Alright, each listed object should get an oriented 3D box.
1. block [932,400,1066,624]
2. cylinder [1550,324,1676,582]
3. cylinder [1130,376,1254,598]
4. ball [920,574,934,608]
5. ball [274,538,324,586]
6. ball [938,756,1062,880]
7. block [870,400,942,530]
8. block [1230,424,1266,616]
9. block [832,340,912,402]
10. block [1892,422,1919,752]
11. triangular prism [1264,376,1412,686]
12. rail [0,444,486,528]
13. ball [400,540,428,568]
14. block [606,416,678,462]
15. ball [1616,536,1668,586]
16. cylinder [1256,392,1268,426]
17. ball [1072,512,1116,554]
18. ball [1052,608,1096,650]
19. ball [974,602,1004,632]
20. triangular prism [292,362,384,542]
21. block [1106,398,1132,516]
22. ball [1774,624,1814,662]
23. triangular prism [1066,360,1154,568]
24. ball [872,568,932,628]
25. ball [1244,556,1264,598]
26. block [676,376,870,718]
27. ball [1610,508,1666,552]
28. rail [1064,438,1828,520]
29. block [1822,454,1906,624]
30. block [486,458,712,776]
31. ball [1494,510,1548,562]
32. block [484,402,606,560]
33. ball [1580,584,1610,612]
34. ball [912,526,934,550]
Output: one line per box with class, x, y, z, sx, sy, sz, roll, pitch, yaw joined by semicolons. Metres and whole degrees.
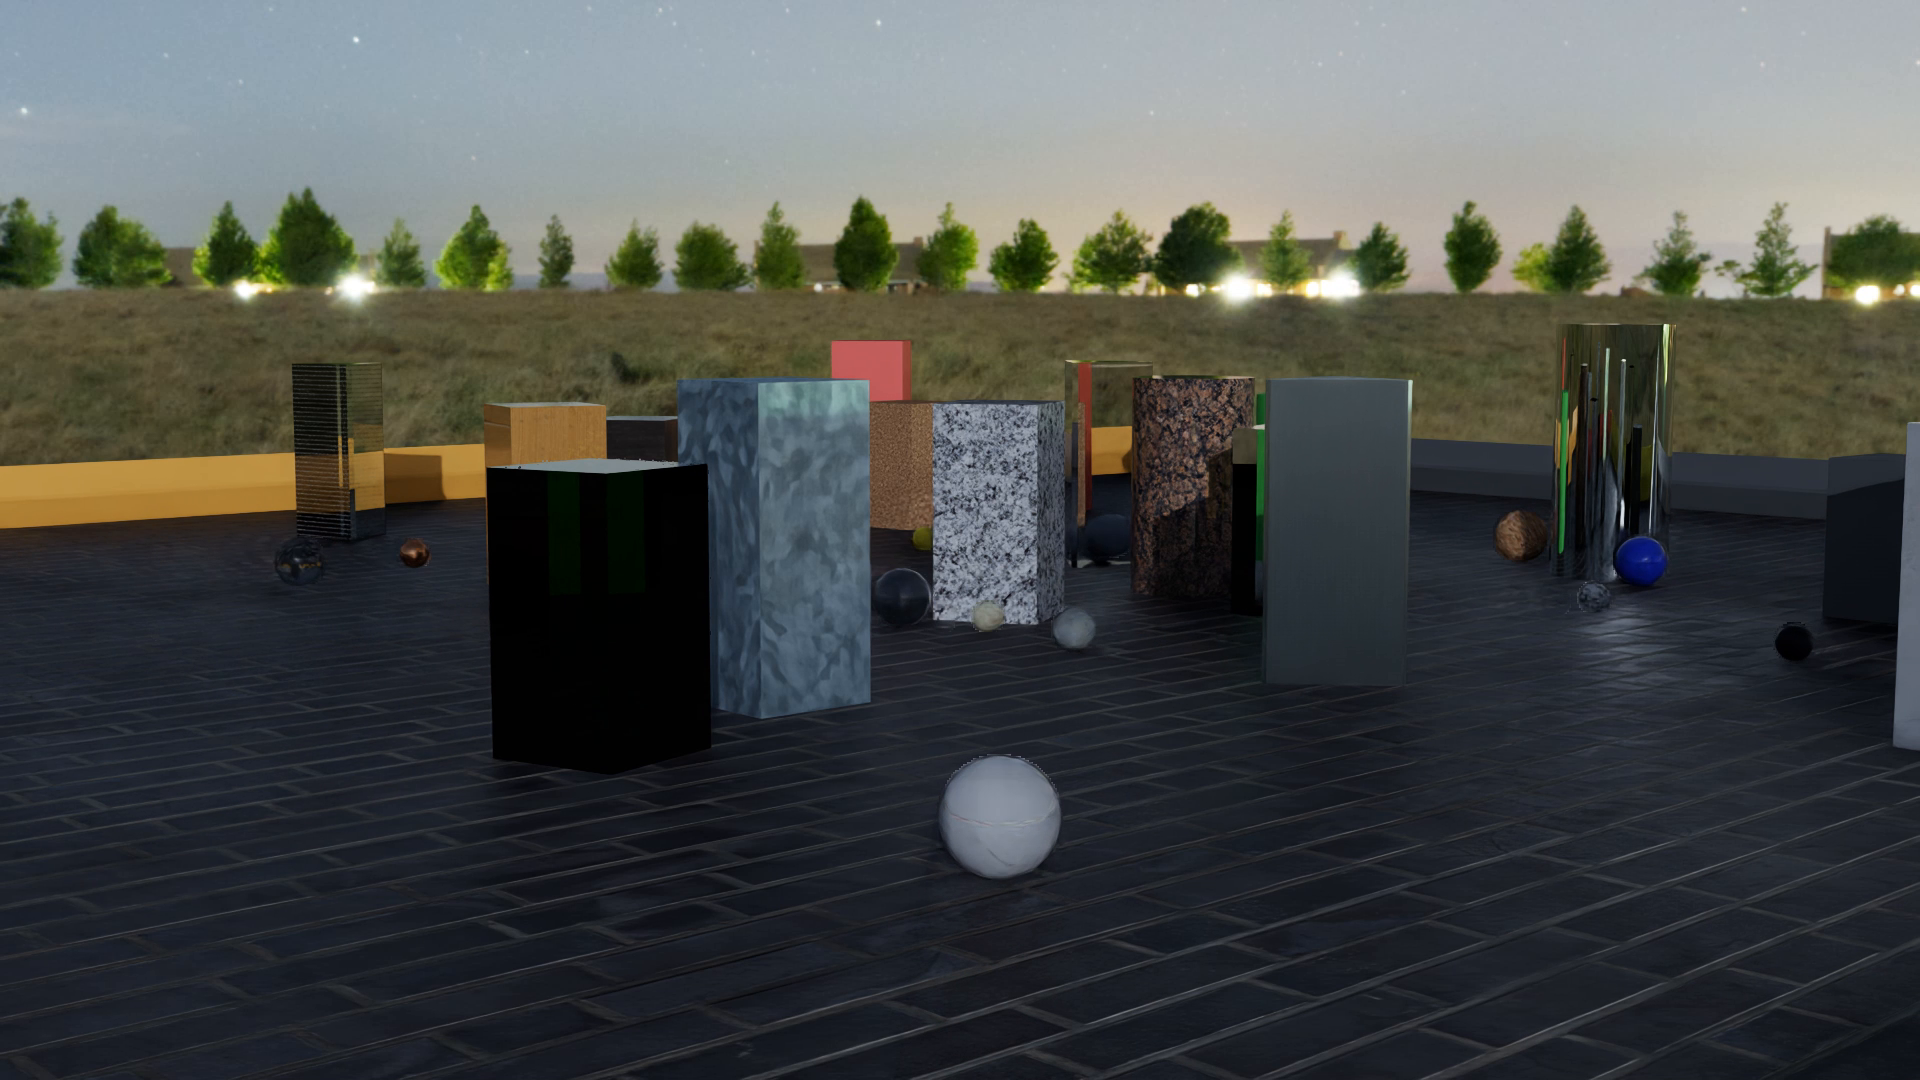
block;0.058;-0.044;3.186;0.154;0.310;0.154;2;6;17
cylinder;1.088;-0.150;3.669;0.192;0.419;0.192;0;6;0
cylinder;0.367;-0.088;3.472;0.192;0.338;0.192;0;6;0
ball;-0.071;0.080;3.158;0.068;0.068;0.068;0;6;0
ball;-1.064;0.035;3.542;0.078;0.078;0.078;0;6;0
ball;0.031;0.217;1.721;0.096;0.096;0.096;0;6;0
block;-0.103;-0.157;4.521;0.154;0.254;0.154;5;8;42
block;0.501;-0.030;3.234;0.154;0.271;0.154;3;7;28
block;-0.192;-0.248;4.810;0.154;0.375;0.154;1;6;6
block;1.059;0.048;2.210;0.154;0.330;0.154;-4;7;-36
triangular prism;0.453;-0.016;2.667;0.166;0.361;0.144;1;6;7
rail;-1.442;-0.131;4.886;4.491;0.125;0.045;-6;8;-42
ball;-0.940;0.024;3.787;0.049;0.049;0.049;0;6;0
block;-0.599;-0.108;4.124;0.154;0.241;0.154;1;6;12
ball;1.096;0.034;3.540;0.080;0.080;0.080;0;6;0
cylinder;0.624;-0.113;3.924;0.192;0.293;0.192;0;6;0
ball;0.243;-0.012;3.976;0.078;0.078;0.078;0;6;0
ball;0.149;0.117;2.870;0.055;0.055;0.055;0;6;0
ball;0.039;0.106;3.035;0.042;0.042;0.042;0;6;0
triangular prism;-1.182;-0.174;4.282;0.166;0.339;0.144;4;7;35
block;0.422;-0.182;4.795;0.154;0.248;0.154;-2;6;-22
ball;1.058;0.130;2.788;0.046;0.046;0.046;0;6;0
triangular prism;0.229;-0.139;3.881;0.166;0.353;0.144;-4;7;-32
ball;-0.082;0.081;3.084;0.083;0.083;0.083;0;6;0
ball;0.471;0.056;3.401;0.065;0.065;0.065;0;6;0
block;-0.210;0.002;2.483;0.154;0.365;0.154;-5;8;-41
ball;1.192;-0.008;3.871;0.094;0.094;0.094;0;6;0
rail;1.633;-0.125;4.831;0.045;0.125;4.300;-6;8;-42
block;1.361;-0.003;3.175;0.154;0.231;0.154;-5;8;-41
block;-0.359;0.070;2.196;0.154;0.290;0.154;4;7;32
ball;0.988;-0.006;3.873;0.091;0.091;0.091;0;6;0
block;-0.663;-0.071;3.520;0.154;0.292;0.154;-3;7;-27
ball;0.932;0.085;3.229;0.044;0.044;0.044;0;6;0
ball;-0.066;-0.002;4.054;0.045;0.045;0.045;0;6;0
